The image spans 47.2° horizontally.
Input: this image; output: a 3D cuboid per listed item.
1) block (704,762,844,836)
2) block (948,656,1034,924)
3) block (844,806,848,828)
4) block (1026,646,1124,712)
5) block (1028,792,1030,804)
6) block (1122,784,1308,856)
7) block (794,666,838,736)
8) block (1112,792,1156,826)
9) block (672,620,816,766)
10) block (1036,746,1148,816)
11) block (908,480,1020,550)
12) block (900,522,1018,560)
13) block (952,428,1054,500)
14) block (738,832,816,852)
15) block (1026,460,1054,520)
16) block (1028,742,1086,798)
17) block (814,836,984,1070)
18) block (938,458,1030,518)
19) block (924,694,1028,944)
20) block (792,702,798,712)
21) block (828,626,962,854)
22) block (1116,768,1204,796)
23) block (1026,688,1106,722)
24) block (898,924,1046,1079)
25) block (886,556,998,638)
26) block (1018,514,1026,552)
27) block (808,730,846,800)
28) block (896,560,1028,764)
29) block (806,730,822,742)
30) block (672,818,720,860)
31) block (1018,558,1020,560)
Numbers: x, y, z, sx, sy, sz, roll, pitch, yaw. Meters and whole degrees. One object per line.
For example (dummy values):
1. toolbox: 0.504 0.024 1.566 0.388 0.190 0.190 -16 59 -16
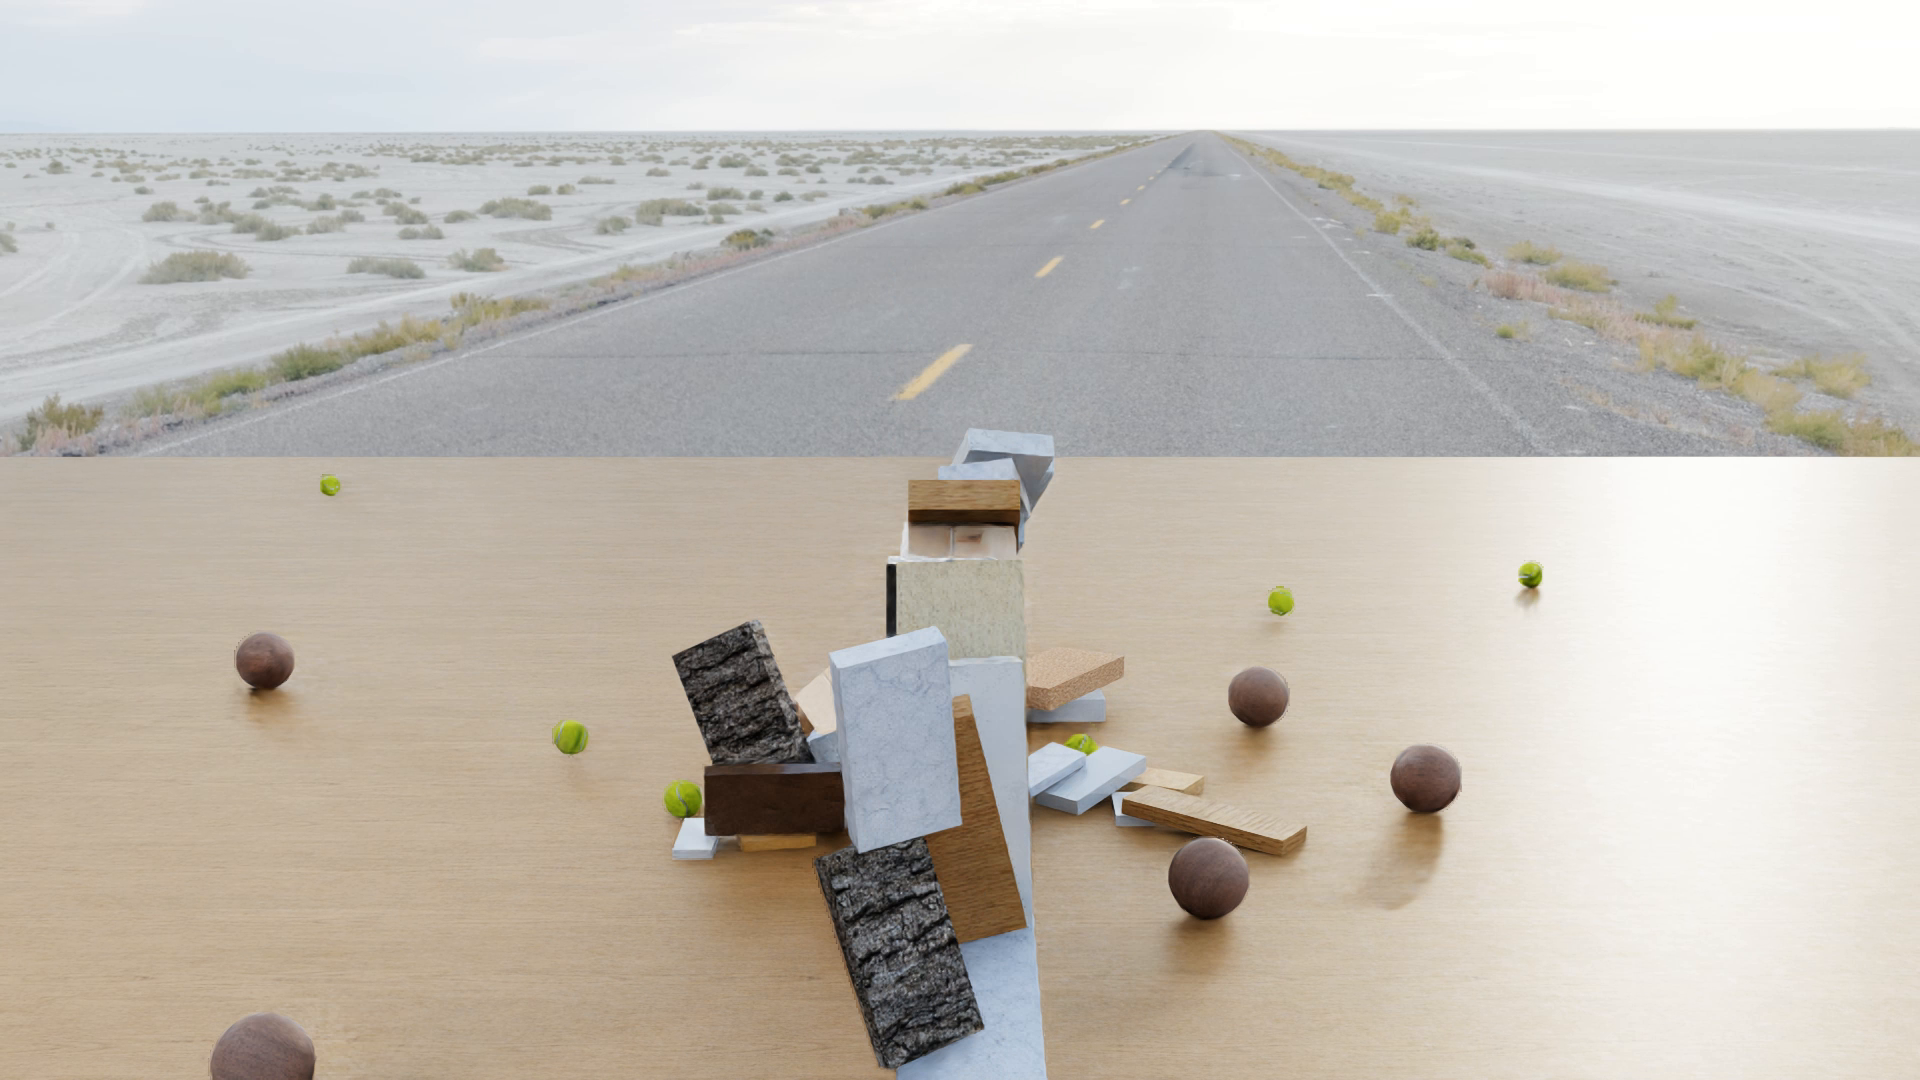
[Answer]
1. block: -0.329 0.458 3.892 0.244 0.122 0.035 -1 23 -6
2. block: -0.001 0.329 2.842 0.172 0.345 0.049 -3 6 -8
3. block: -0.169 0.511 4.043 0.130 0.018 0.065 2 11 8
4. block: 0.204 0.302 4.819 0.173 0.049 0.346 6 12 30
5. block: 0.003 0.388 4.165 0.170 0.048 0.490 2 21 -10
6. block: 0.458 0.505 3.977 0.320 0.029 0.104 12 15 31
7. block: -0.233 0.341 4.612 0.173 0.049 0.409 -40 17 -4
8. block: 0.322 0.501 4.095 0.072 0.021 0.145 0 11 0
9. block: -0.382 0.335 3.990 0.170 0.340 0.048 -24 -7 21
10. block: 0.250 0.457 4.187 0.104 0.029 0.208 10 27 42
11. block: 0.006 -0.007 3.526 0.172 0.049 0.345 0 -21 0
12. block: -0.002 0.029 3.243 0.169 0.048 0.338 0 12 0
13. block: 0.051 -0.093 3.780 0.146 0.041 0.292 4 -29 -13
14. block: -0.328 0.533 3.925 0.130 0.018 0.065 -3 11 -14
15. block: 0.054 -0.070 3.911 0.146 0.041 0.292 6 -30 -15
16. block: 0.104 0.458 4.105 0.079 0.022 0.353 17 26 34
17. block: -0.072 0.483 2.625 0.130 0.259 0.037 -18 2 -26
18. block: 0.042 -0.078 3.671 0.122 0.035 0.244 -7 -15 7
19. block: -0.023 0.354 2.704 0.146 0.351 0.041 -14 33 0
20. block: -0.419 0.377 4.755 0.079 0.022 0.158 4 11 20
21. block: -0.073 0.234 2.554 0.130 0.259 0.037 -14 31 -16
22. block: 0.355 0.468 4.244 0.208 0.029 0.104 6 12 29
23. block: 0.217 0.336 4.900 0.173 0.049 0.347 -1 11 -3
24. block: 0.013 0.653 2.634 0.177 0.050 0.716 0 27 -1
25. block: -0.017 0.203 3.080 0.177 0.355 0.050 2 12 -1
26. block: 0.009 0.009 3.830 0.170 0.048 0.340 1 -11 -5
27. block: -0.240 0.418 3.984 0.249 0.122 0.035 -26 -5 35
28. block: 0.002 0.237 2.958 0.172 0.416 0.049 0 -9 -3
29. block: -0.219 0.425 4.139 0.035 0.125 0.250 -48 11 -9
30. block: -0.465 0.530 3.902 0.068 0.019 0.136 0 17 2
31. block: 0.006 0.199 3.381 0.169 0.338 0.048 0 13 1
